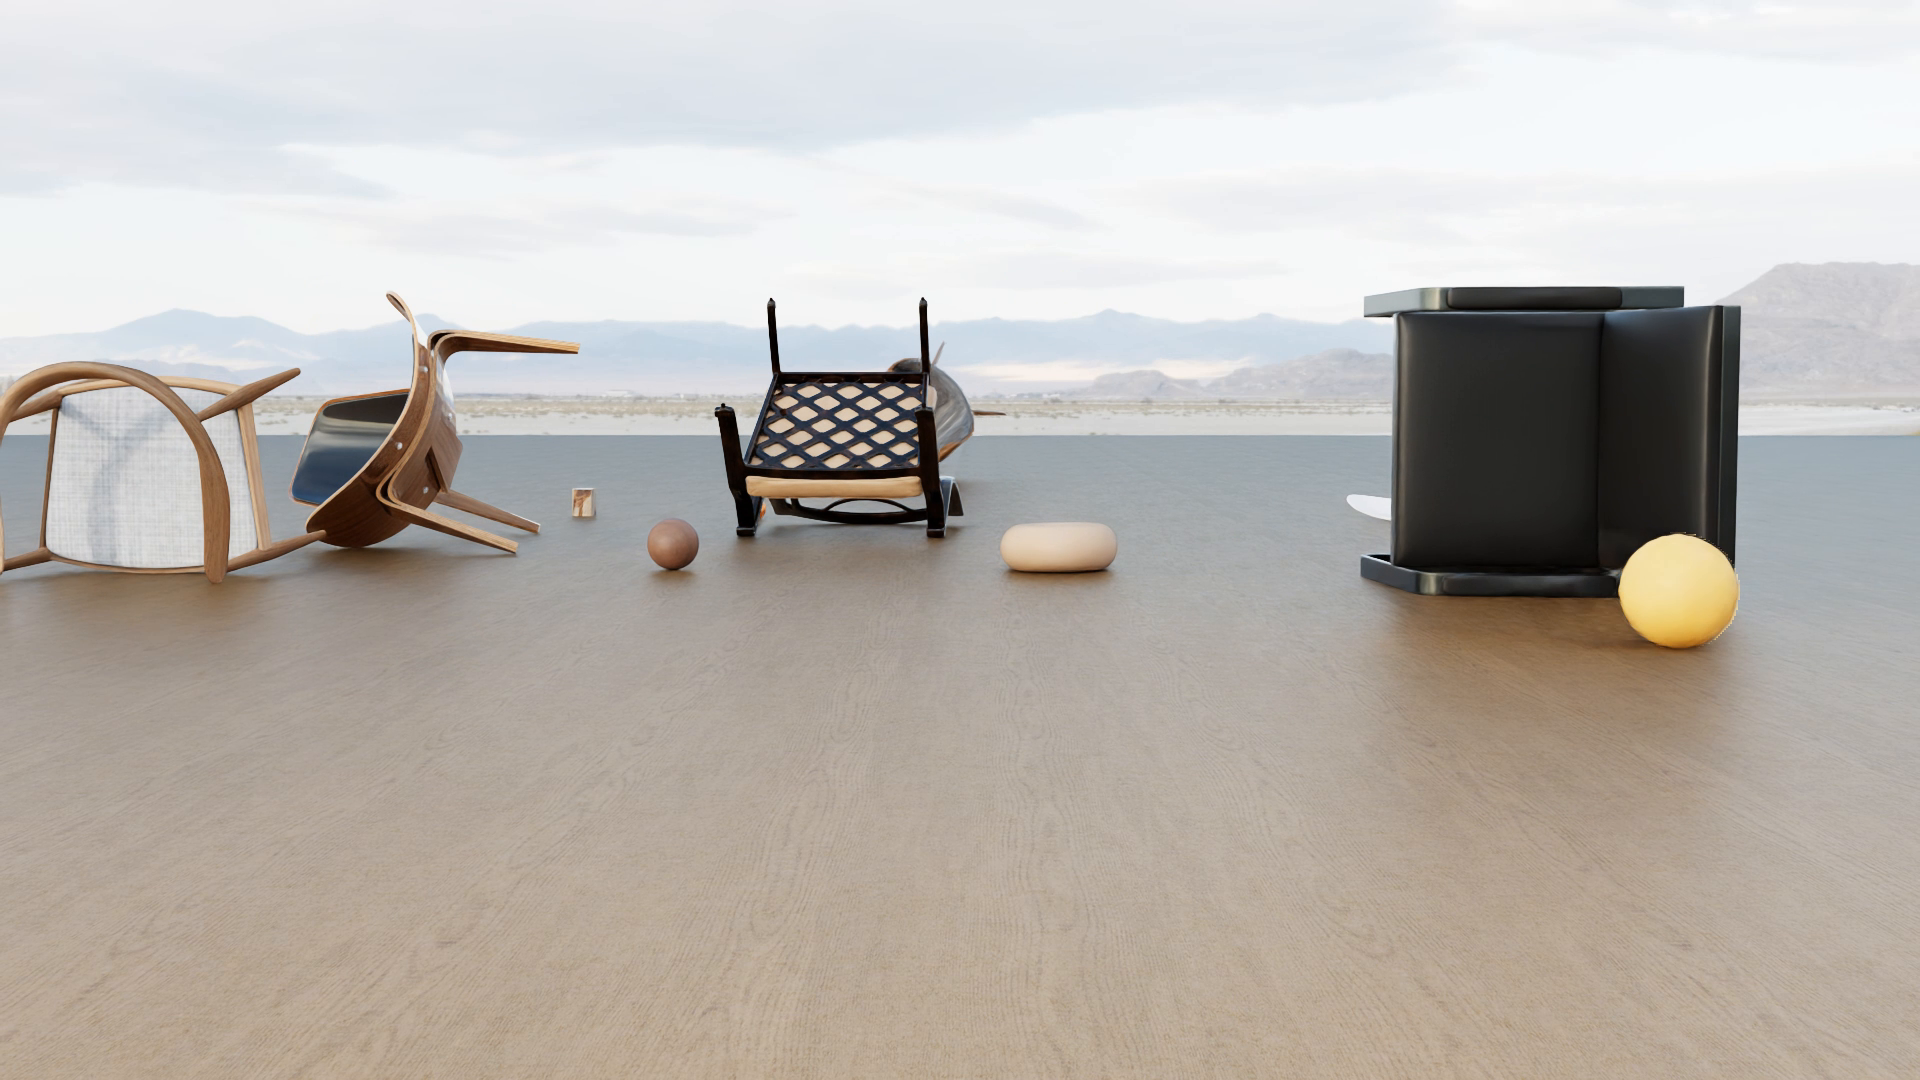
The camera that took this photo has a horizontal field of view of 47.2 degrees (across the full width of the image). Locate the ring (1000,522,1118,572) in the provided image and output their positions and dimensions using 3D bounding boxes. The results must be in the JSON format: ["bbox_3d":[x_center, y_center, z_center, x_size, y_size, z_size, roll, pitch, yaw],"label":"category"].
[{"bbox_3d":[0.247,0.017,5.474,0.288,0.114,0.333,0,3,19],"label":"ring"}]

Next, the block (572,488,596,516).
[{"bbox_3d":[-1.335,-0.135,7.815,0.066,0.095,0.075,0,4,4],"label":"block"}]

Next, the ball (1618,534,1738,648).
[{"bbox_3d":[1.245,0.089,3.813,0.197,0.197,0.197,0,4,0],"label":"ball"}]
